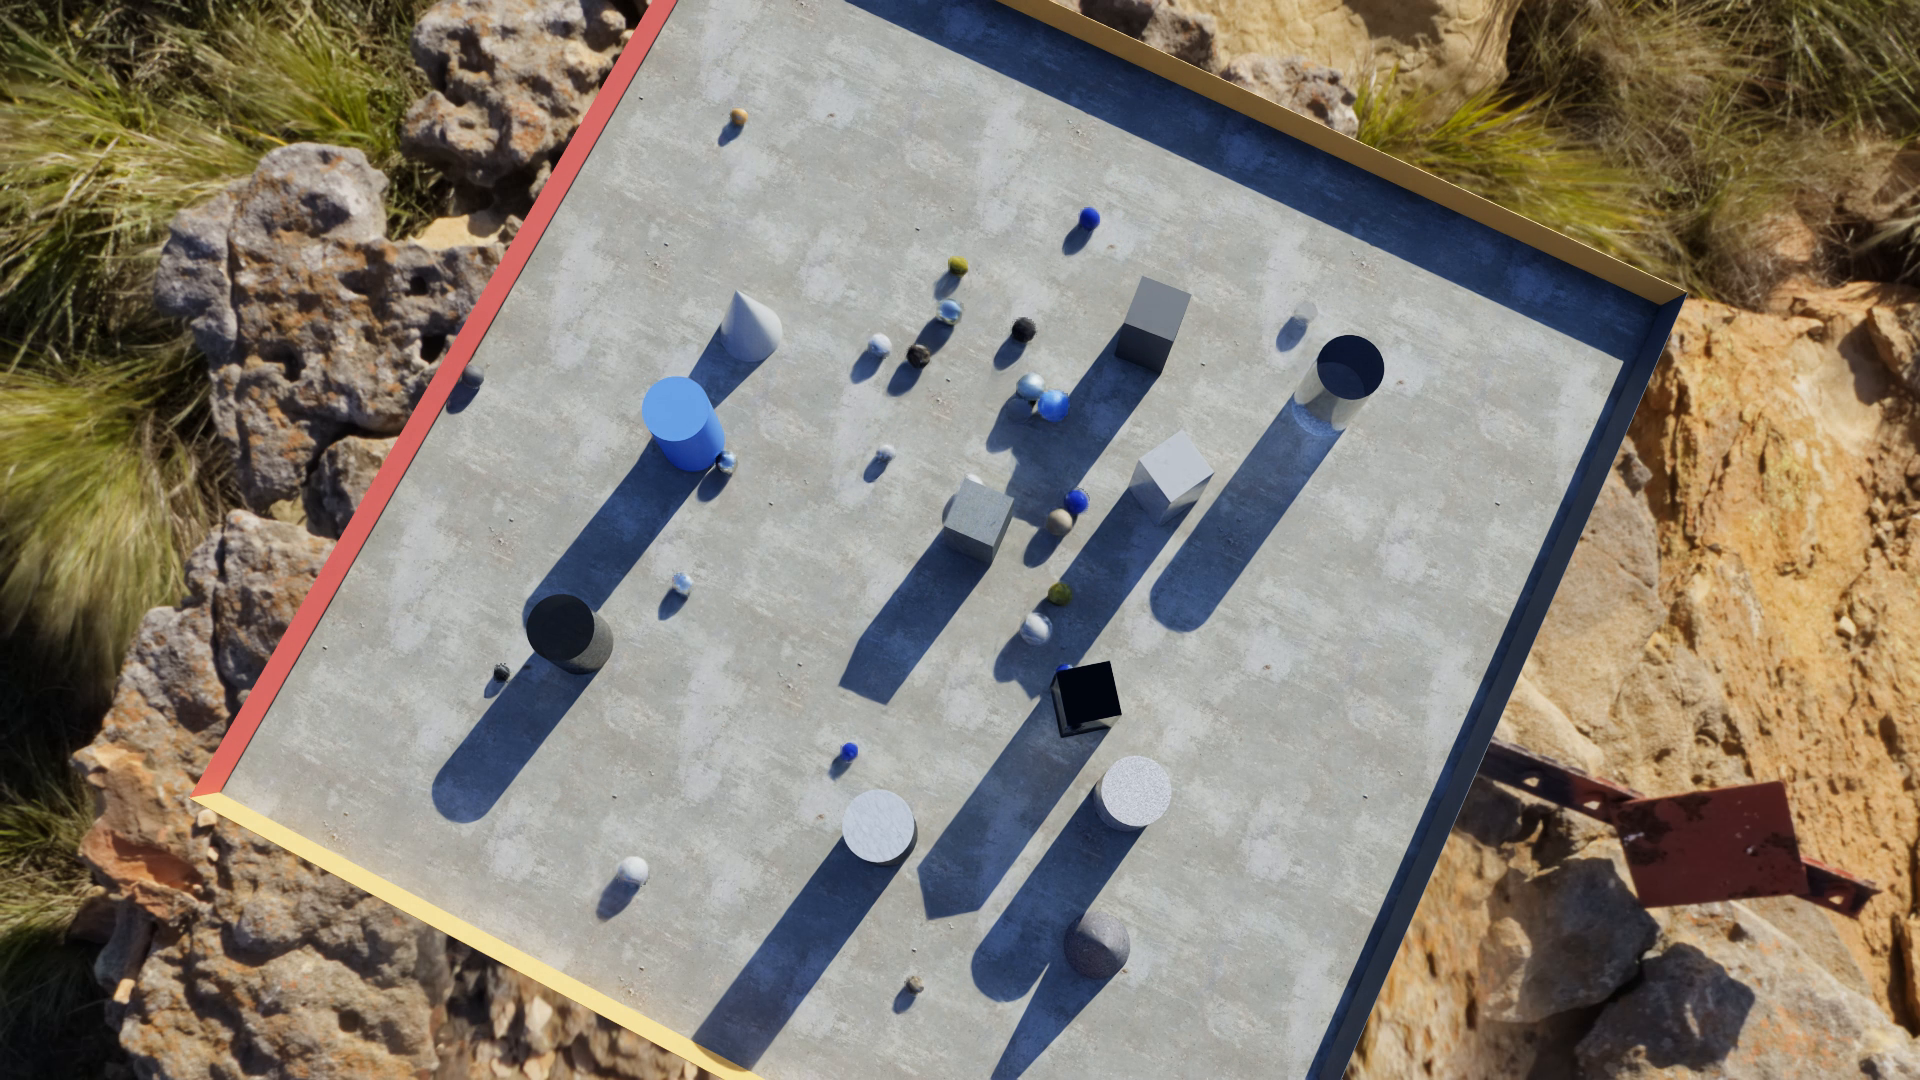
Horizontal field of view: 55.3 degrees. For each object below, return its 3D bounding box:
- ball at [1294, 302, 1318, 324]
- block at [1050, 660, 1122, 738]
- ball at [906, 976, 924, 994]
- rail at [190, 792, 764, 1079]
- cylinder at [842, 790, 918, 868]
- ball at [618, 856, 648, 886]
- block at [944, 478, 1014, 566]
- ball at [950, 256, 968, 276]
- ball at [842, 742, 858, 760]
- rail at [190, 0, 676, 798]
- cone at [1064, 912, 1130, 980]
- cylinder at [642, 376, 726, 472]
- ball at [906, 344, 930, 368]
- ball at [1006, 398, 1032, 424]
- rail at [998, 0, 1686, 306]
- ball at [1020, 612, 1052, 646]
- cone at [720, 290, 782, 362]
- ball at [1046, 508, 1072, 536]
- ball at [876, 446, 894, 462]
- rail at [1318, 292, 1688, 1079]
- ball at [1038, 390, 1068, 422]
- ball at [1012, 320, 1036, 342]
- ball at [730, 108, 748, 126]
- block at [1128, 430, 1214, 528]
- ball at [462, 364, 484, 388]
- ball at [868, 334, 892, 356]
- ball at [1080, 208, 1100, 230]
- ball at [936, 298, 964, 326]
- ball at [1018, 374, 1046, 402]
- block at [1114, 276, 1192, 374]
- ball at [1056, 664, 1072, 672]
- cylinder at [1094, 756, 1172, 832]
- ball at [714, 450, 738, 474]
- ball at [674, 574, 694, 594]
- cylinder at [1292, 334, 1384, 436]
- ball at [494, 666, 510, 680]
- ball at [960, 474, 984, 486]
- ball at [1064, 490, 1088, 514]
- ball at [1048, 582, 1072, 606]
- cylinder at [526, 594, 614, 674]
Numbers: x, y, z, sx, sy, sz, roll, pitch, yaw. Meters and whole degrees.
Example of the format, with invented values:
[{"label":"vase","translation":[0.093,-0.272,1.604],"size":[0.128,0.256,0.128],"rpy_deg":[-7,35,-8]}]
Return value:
[{"label":"ball","translation":[1.081,-0.710,5.727],"size":[0.071,0.071,0.071],"rpy_deg":[0,78,0]},{"label":"block","translation":[0.363,0.467,5.337],"size":[0.157,0.358,0.157],"rpy_deg":[-11,79,-2]},{"label":"ball","translation":[-0.130,1.292,5.323],"size":[0.052,0.052,0.052],"rpy_deg":[0,78,0]},{"label":"rail","translation":[-0.748,1.471,5.246],"size":[3.322,0.127,0.045],"rpy_deg":[26,80,5]},{"label":"cylinder","translation":[-0.223,0.824,5.207],"size":[0.196,0.468,0.196],"rpy_deg":[0,78,0]},{"label":"ball","translation":[-0.958,0.970,5.372],"size":[0.087,0.087,0.087],"rpy_deg":[0,78,0]},{"label":"block","translation":[0.055,-0.053,5.480],"size":[0.157,0.288,0.157],"rpy_deg":[23,79,5]},{"label":"ball","translation":[-0.003,-0.860,5.763],"size":[0.062,0.062,0.062],"rpy_deg":[0,78,0]},{"label":"ball","translation":[-0.327,0.628,5.460],"size":[0.052,0.052,0.052],"rpy_deg":[0,78,0]},{"label":"rail","translation":[-1.465,-0.710,5.698],"size":[0.045,0.127,3.391],"rpy_deg":[26,80,5]},{"label":"cone","translation":[0.401,1.150,5.189],"size":[0.196,0.371,0.196],"rpy_deg":[0,78,0]},{"label":"cylinder","translation":[-0.826,-0.345,5.501],"size":[0.196,0.365,0.196],"rpy_deg":[0,78,0]},{"label":"ball","translation":[-0.128,-0.570,5.697],"size":[0.074,0.074,0.074],"rpy_deg":[0,78,0]},{"label":"ball","translation":[0.184,-0.399,5.658],"size":[0.080,0.080,0.080],"rpy_deg":[0,78,0]},{"label":"rail","translation":[0.748,-1.458,5.852],"size":[3.322,0.127,0.045],"rpy_deg":[26,80,5]},{"label":"ball","translation":[0.228,0.267,5.511],"size":[0.098,0.098,0.098],"rpy_deg":[0,78,0]},{"label":"cone","translation":[-0.656,-0.693,5.558],"size":[0.196,0.396,0.196],"rpy_deg":[0,78,0]},{"label":"ball","translation":[0.302,-0.054,5.586],"size":[0.082,0.082,0.082],"rpy_deg":[0,78,0]},{"label":"ball","translation":[-0.231,-0.266,5.644],"size":[0.053,0.053,0.053],"rpy_deg":[0,78,0]},{"label":"rail","translation":[1.465,0.724,5.401],"size":[0.045,0.127,3.391],"rpy_deg":[26,80,5]},{"label":"ball","translation":[0.288,-0.413,5.653],"size":[0.096,0.096,0.096],"rpy_deg":[0,78,0]},{"label":"ball","translation":[0.199,-0.652,5.715],"size":[0.072,0.072,0.072],"rpy_deg":[0,78,0]},{"label":"ball","translation":[-0.706,-1.356,5.869],"size":[0.055,0.055,0.055],"rpy_deg":[0,78,0]},{"label":"block","translation":[0.626,-0.179,5.473],"size":[0.157,0.354,0.157],"rpy_deg":[-34,80,-7]},{"label":"ball","translation":[-1.510,-0.510,5.686],"size":[0.071,0.071,0.071],"rpy_deg":[0,78,0]},{"label":"ball","translation":[-0.250,-0.607,5.705],"size":[0.072,0.072,0.072],"rpy_deg":[0,78,0]},{"label":"ball","translation":[0.411,-1.014,5.792],"size":[0.067,0.067,0.067],"rpy_deg":[0,78,0]},{"label":"ball","translation":[-0.033,-0.712,5.720],"size":[0.088,0.088,0.088],"rpy_deg":[0,78,0]},{"label":"ball","translation":[0.221,-0.473,5.670],"size":[0.086,0.086,0.086],"rpy_deg":[0,78,0]},{"label":"block","translation":[0.585,-0.652,5.583],"size":[0.157,0.331,0.157],"rpy_deg":[22,79,4]},{"label":"ball","translation":[0.314,0.401,5.505],"size":[0.056,0.056,0.056],"rpy_deg":[0,78,0]},{"label":"cylinder","translation":[0.495,0.736,5.297],"size":[0.196,0.328,0.196],"rpy_deg":[0,78,0]},{"label":"ball","translation":[-0.717,-0.238,5.629],"size":[0.072,0.072,0.072],"rpy_deg":[0,78,0]},{"label":"ball","translation":[-0.836,0.134,5.556],"size":[0.064,0.064,0.064],"rpy_deg":[0,78,0]},{"label":"cylinder","translation":[1.130,-0.459,5.502],"size":[0.196,0.410,0.196],"rpy_deg":[0,78,0]},{"label":"ball","translation":[-1.376,0.400,5.510],"size":[0.047,0.047,0.047],"rpy_deg":[0,78,0]},{"label":"ball","translation":[0.035,-0.164,5.614],"size":[0.072,0.072,0.072],"rpy_deg":[0,78,0]},{"label":"ball","translation":[0.354,-0.116,5.603],"size":[0.074,0.074,0.074],"rpy_deg":[0,78,0]},{"label":"ball","translation":[0.301,0.165,5.544],"size":[0.074,0.074,0.074],"rpy_deg":[0,78,0]},{"label":"cylinder","translation":[-1.147,0.281,5.407],"size":[0.196,0.296,0.196],"rpy_deg":[0,78,0]}]
